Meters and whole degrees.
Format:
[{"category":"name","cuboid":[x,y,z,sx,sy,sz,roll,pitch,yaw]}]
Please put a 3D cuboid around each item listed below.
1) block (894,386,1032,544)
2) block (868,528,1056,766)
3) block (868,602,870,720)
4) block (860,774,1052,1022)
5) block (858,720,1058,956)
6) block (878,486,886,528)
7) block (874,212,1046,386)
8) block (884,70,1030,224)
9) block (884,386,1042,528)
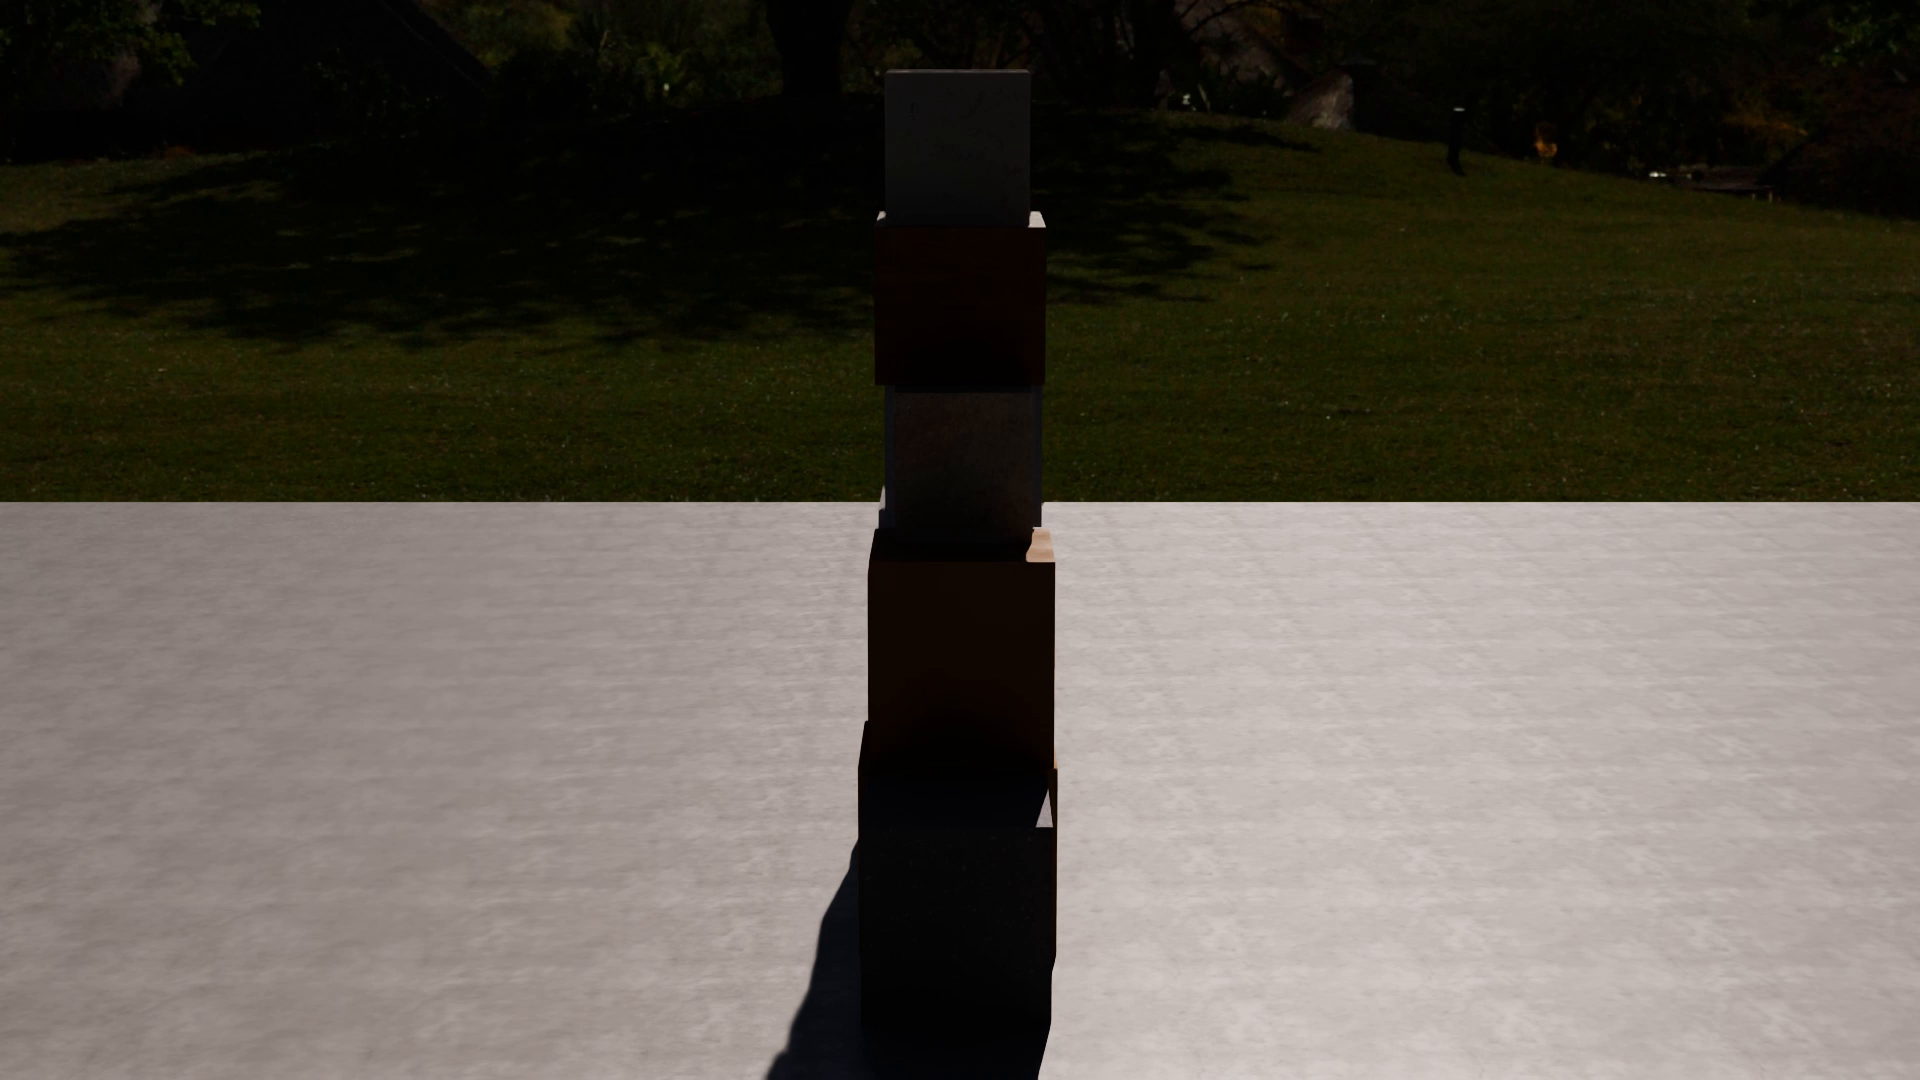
[{"category":"block","cuboid":[0.013,-0.348,10.746,0.562,0.618,0.627,0,11,0]},{"category":"block","cuboid":[0.008,0.428,10.534,0.734,0.830,0.752,0,10,0]},{"category":"block","cuboid":[-0.019,0.418,11.281,0.749,0.682,0.699,0,10,0]},{"category":"block","cuboid":[-0.013,1.370,9.908,0.712,0.760,0.731,0,10,0]},{"category":"block","cuboid":[-0.009,1.224,10.653,0.796,0.780,0.766,0,10,0]},{"category":"block","cuboid":[-0.019,0.175,11.960,0.696,0.757,0.704,0,10,0]},{"category":"block","cuboid":[0.000,-1.043,10.957,0.706,0.653,0.820,0,12,0]},{"category":"block","cuboid":[-0.010,-1.663,10.823,0.597,0.617,0.557,0,12,0]},{"category":"block","cuboid":[0.015,-0.454,11.410,0.678,0.683,0.696,0,12,0]}]
